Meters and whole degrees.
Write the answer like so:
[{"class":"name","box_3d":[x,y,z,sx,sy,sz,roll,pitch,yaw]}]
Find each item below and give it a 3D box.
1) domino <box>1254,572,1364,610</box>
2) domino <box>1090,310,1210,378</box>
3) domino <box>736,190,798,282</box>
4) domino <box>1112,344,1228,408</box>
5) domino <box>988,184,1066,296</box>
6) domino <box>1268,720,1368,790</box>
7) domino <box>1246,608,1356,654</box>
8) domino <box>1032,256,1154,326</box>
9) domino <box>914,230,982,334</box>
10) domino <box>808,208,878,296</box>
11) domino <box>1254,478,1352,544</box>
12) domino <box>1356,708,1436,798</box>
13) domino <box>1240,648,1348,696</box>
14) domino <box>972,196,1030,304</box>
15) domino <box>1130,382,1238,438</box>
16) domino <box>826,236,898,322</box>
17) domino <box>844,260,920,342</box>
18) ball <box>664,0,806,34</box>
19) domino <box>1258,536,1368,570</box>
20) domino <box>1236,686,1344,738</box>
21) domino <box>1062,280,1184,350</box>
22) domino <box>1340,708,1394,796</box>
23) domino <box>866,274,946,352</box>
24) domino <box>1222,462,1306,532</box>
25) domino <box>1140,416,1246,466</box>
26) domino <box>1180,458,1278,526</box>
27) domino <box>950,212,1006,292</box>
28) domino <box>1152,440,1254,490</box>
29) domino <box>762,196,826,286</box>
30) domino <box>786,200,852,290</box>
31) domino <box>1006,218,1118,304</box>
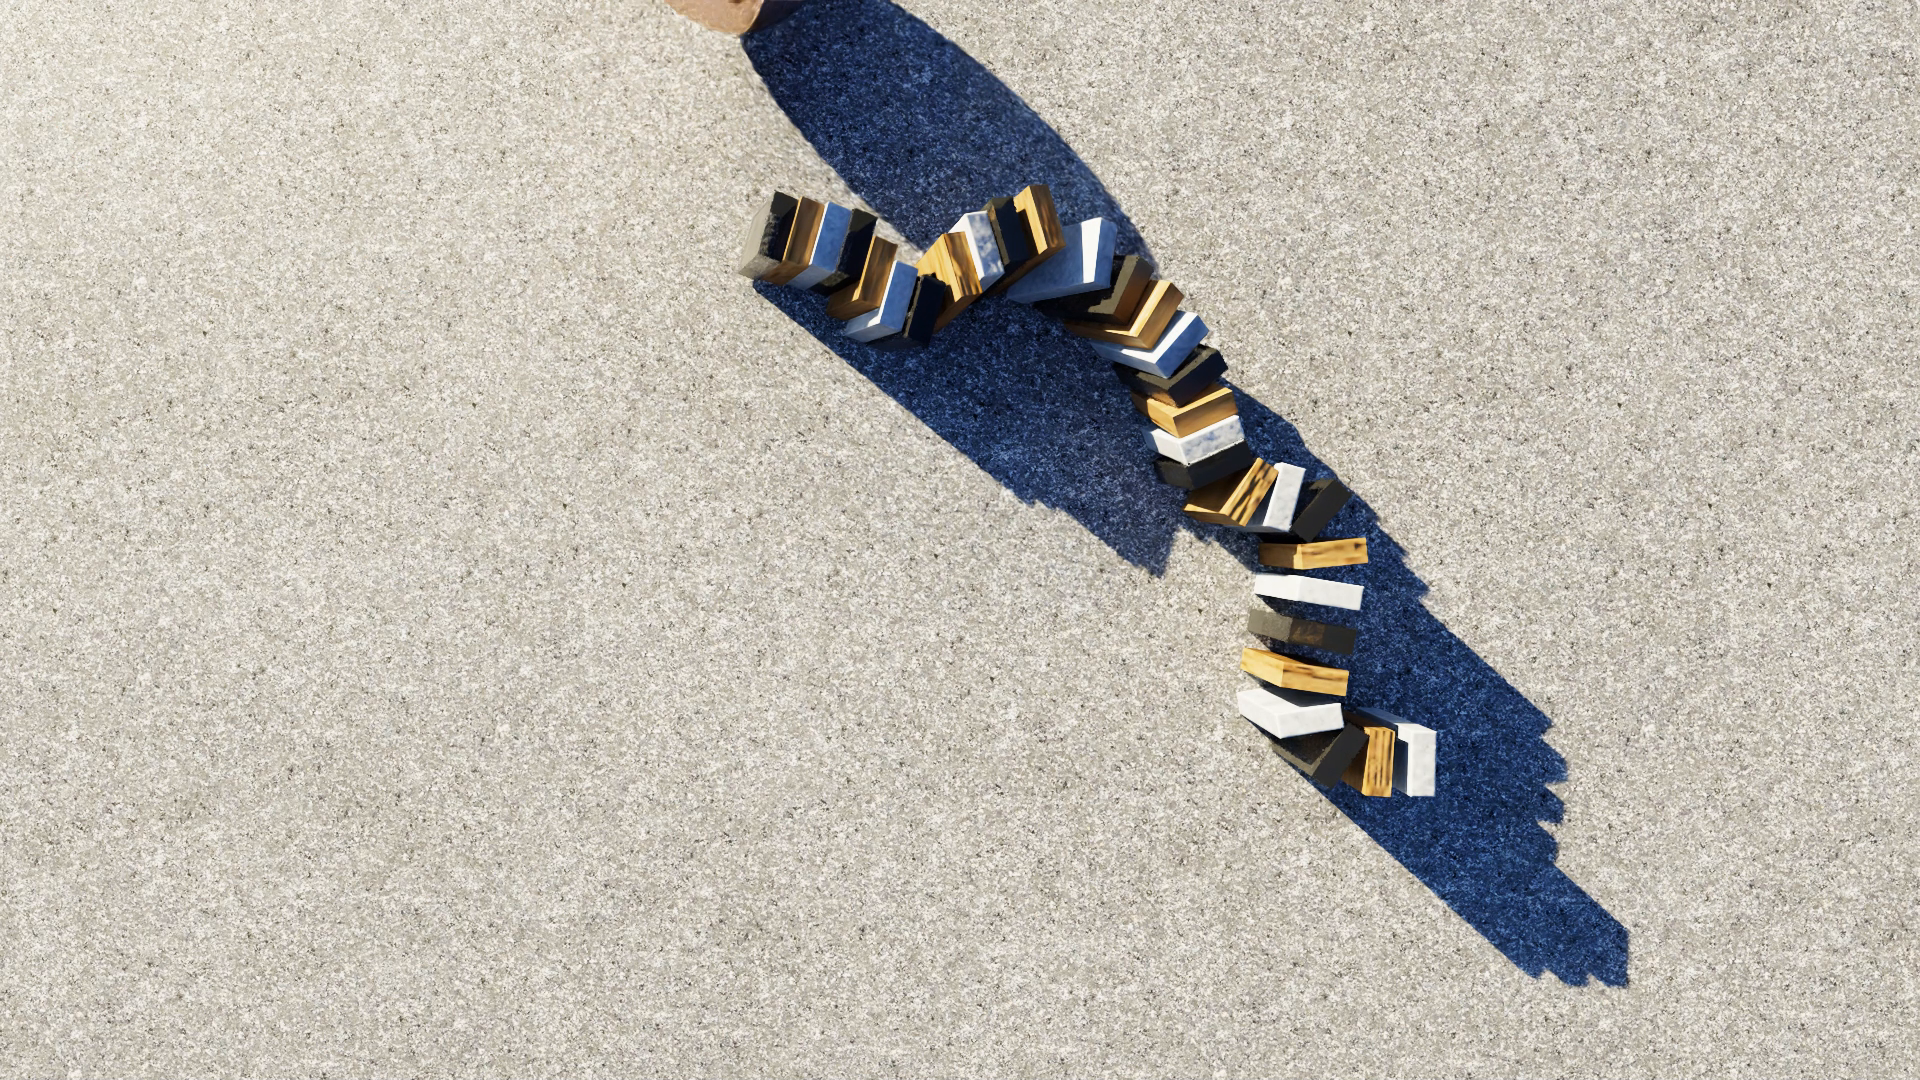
[{"class":"domino","box_3d":[0.141,0.021,0.375,0.025,0.050,0.009,9,90,0]},{"class":"domino","box_3d":[0.076,-0.083,0.376,0.025,0.050,0.010,-49,121,0]},{"class":"domino","box_3d":[-0.079,-0.123,0.375,0.009,0.050,0.025,16,90,-24]},{"class":"domino","box_3d":[0.085,-0.071,0.376,0.025,0.050,0.009,-38,117,0]},{"class":"domino","box_3d":[0.022,-0.122,0.376,0.010,0.050,0.025,-16,90,-31]},{"class":"domino","box_3d":[0.145,0.083,0.375,0.009,0.050,0.025,35,90,0]},{"class":"domino","box_3d":[0.138,0.037,0.375,0.025,0.050,0.010,11,90,0]},{"class":"domino","box_3d":[0.054,-0.104,0.378,0.010,0.050,0.025,25,90,-38]},{"class":"domino","box_3d":[-0.008,-0.103,0.375,0.010,0.050,0.025,-17,90,-23]},{"class":"domino","box_3d":[-0.049,-0.117,0.375,0.009,0.050,0.025,16,90,-24]},{"class":"domino","box_3d":[0.138,-0.011,0.375,0.010,0.050,0.025,42,90,-1]},{"class":"domino","box_3d":[0.177,0.086,0.375,0.009,0.050,0.025,1,90,0]},{"class":"domino","box_3d":[0.136,0.053,0.375,0.025,0.050,0.009,8,90,0]},{"class":"domino","box_3d":[0.010,-0.117,0.375,0.009,0.050,0.025,-17,90,-24]},{"class":"domino","box_3d":[0.090,-0.057,0.375,0.025,0.050,0.009,-24,113,0]},{"class":"domino","box_3d":[-0.041,-0.106,0.375,0.009,0.050,0.025,16,90,-24]},{"class":"domino","box_3d":[-0.033,-0.097,0.375,0.010,0.050,0.025,16,90,-24]},{"class":"ball","box_3d":[-0.091,-0.244,0.360,0.080,0.080,0.080,0,90,0]},{"class":"domino","box_3d":[0.143,0.005,0.375,0.025,0.050,0.010,-6,91,0]},{"class":"domino","box_3d":[0.134,0.069,0.375,0.025,0.050,0.010,-9,90,0]},{"class":"domino","box_3d":[0.066,-0.095,0.377,0.009,0.050,0.025,32,90,-35]},{"class":"domino","box_3d":[0.161,0.085,0.375,0.009,0.050,0.025,4,90,0]},{"class":"domino","box_3d":[-0.023,-0.092,0.375,0.010,0.050,0.025,16,91,-25]},{"class":"domino","box_3d":[0.123,-0.016,0.375,0.010,0.050,0.025,15,90,-2]},{"class":"domino","box_3d":[0.094,-0.044,0.375,0.025,0.050,0.010,-24,104,0]},{"class":"domino","box_3d":[0.109,-0.020,0.375,0.010,0.050,0.025,32,90,-7]},{"class":"domino","box_3d":[0.000,-0.111,0.375,0.010,0.050,0.025,-17,90,-24]},{"class":"domino","box_3d":[0.098,-0.032,0.375,0.025,0.050,0.010,-24,98,0]},{"class":"domino","box_3d":[-0.069,-0.121,0.375,0.010,0.050,0.025,16,90,-24]},{"class":"domino","box_3d":[-0.059,-0.119,0.375,0.010,0.050,0.025,16,90,-24]},{"class":"domino","box_3d":[0.041,-0.114,0.378,0.010,0.050,0.025,7,90,-40]}]
